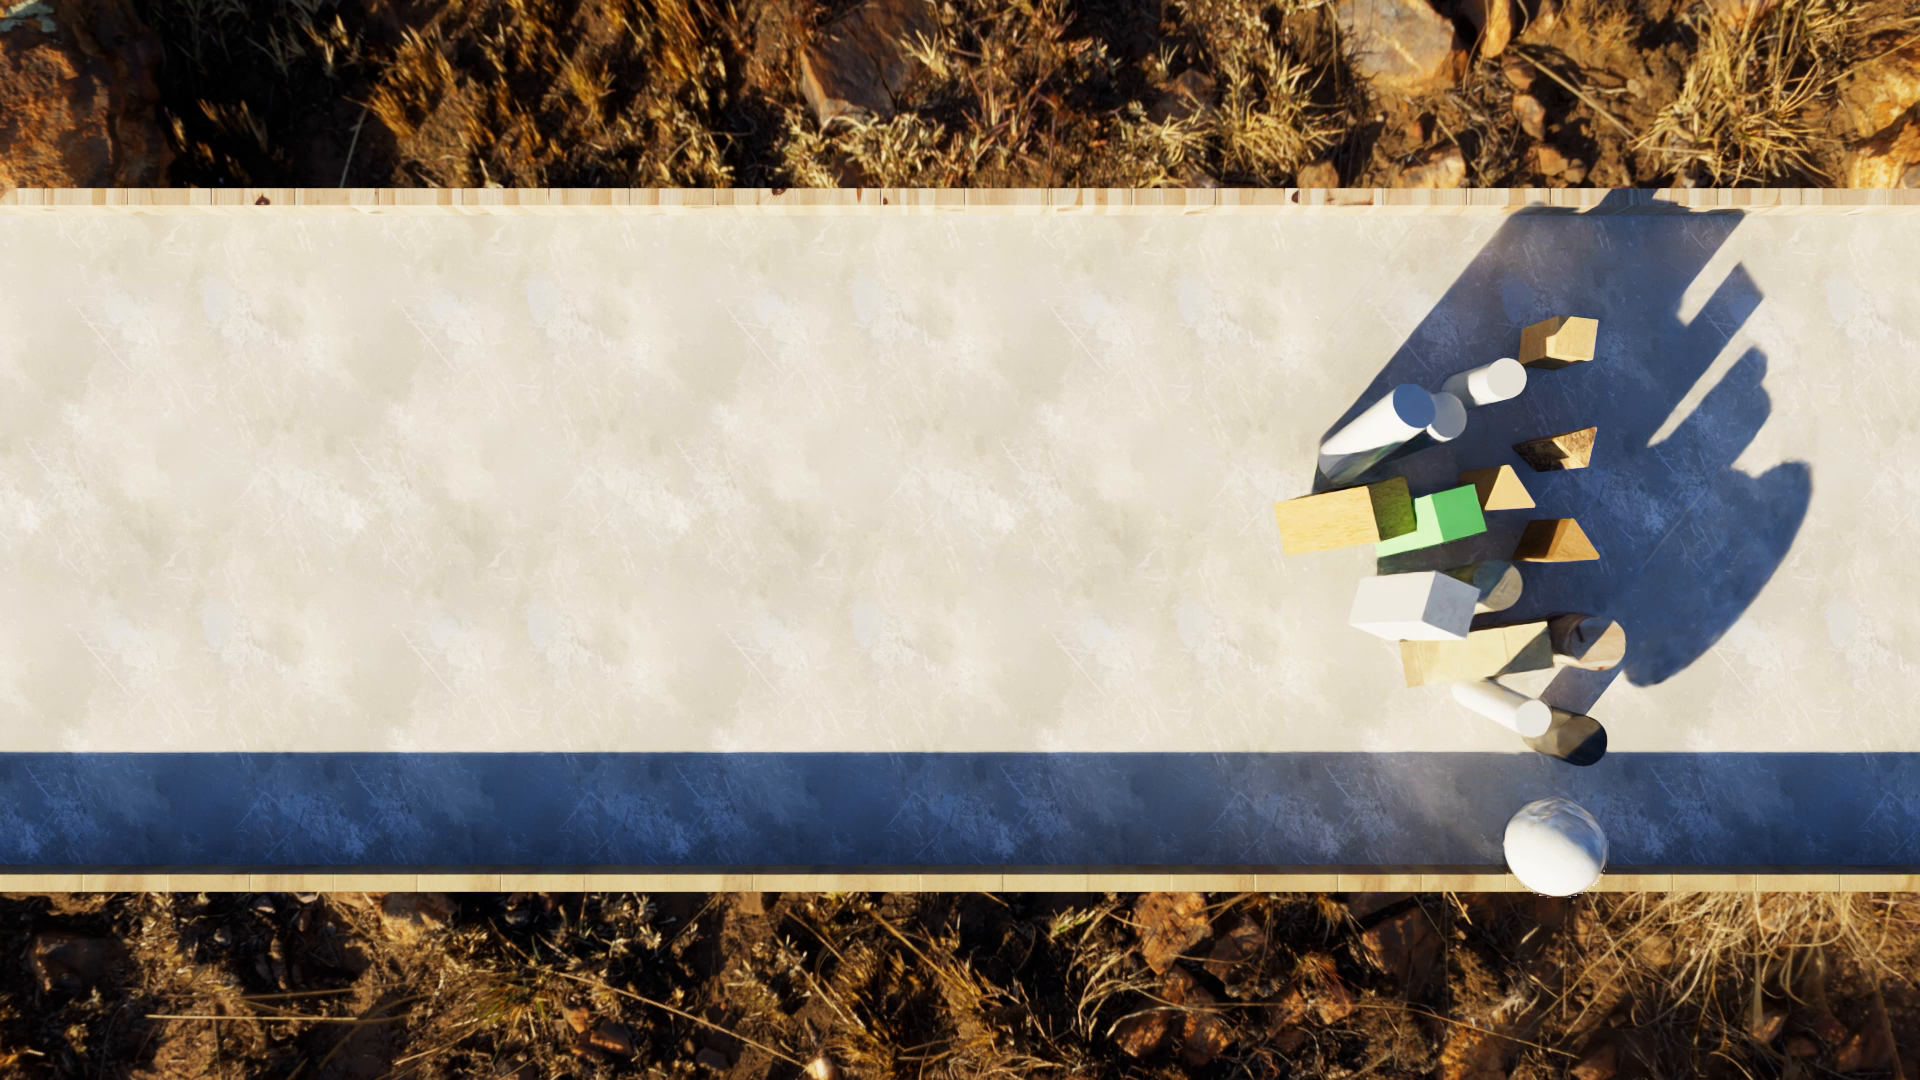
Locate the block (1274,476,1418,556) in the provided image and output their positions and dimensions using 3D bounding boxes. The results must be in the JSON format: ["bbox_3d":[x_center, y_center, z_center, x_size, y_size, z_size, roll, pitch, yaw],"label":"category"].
[{"bbox_3d":[1.133,-0.068,4.871,0.163,0.381,0.163,-14,91,-34],"label":"block"}]

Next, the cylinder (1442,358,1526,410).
[{"bbox_3d":[1.538,-0.455,4.860,0.113,0.433,0.113,0,90,0],"label":"cylinder"}]

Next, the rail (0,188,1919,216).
[{"bbox_3d":[-2.247,-1.025,5.002,12.000,0.150,0.050,0,90,0],"label":"rail"}]

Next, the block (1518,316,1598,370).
[{"bbox_3d":[1.780,-0.586,4.921,0.114,0.312,0.114,8,90,0],"label":"block"}]

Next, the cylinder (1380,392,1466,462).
[{"bbox_3d":[1.351,-0.334,4.909,0.140,0.304,0.140,4,78,-21],"label":"cylinder"}]

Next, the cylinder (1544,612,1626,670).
[{"bbox_3d":[1.848,0.299,4.924,0.159,0.306,0.159,0,90,0],"label":"cylinder"}]

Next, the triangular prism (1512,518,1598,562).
[{"bbox_3d":[1.763,-0.003,4.906,0.136,0.341,0.118,-4,90,0],"label":"triangular prism"}]

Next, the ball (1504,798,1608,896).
[{"bbox_3d":[1.711,0.882,4.744,0.279,0.279,0.279,0,90,0],"label":"ball"}]

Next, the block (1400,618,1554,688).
[{"bbox_3d":[1.548,0.338,4.958,0.424,0.138,0.138,-9,90,14],"label":"block"}]

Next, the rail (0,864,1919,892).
[{"bbox_3d":[-2.247,1.025,5.001,12.000,0.150,0.050,0,90,0],"label":"rail"}]

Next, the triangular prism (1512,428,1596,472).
[{"bbox_3d":[1.774,-0.284,4.881,0.116,0.391,0.100,44,90,0],"label":"triangular prism"}]

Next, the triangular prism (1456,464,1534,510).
[{"bbox_3d":[1.555,-0.152,4.873,0.140,0.407,0.121,-3,90,0],"label":"triangular prism"}]

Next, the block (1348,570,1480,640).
[{"bbox_3d":[1.326,0.197,4.845,0.151,0.422,0.151,21,81,-13],"label":"block"}]

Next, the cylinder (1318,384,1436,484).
[{"bbox_3d":[1.221,-0.309,4.861,0.142,0.413,0.142,7,68,-17],"label":"cylinder"}]

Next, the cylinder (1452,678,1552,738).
[{"bbox_3d":[1.587,0.480,4.851,0.107,0.440,0.107,-1,96,-6],"label":"cylinder"}]

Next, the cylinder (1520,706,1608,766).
[{"bbox_3d":[1.798,0.581,4.920,0.148,0.312,0.148,0,90,0],"label":"cylinder"}]

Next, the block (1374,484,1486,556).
[{"bbox_3d":[1.366,-0.054,4.854,0.138,0.418,0.138,-14,87,-12],"label":"block"}]

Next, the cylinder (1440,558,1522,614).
[{"bbox_3d":[1.529,0.146,4.902,0.148,0.331,0.148,1,84,-5],"label":"cylinder"}]
